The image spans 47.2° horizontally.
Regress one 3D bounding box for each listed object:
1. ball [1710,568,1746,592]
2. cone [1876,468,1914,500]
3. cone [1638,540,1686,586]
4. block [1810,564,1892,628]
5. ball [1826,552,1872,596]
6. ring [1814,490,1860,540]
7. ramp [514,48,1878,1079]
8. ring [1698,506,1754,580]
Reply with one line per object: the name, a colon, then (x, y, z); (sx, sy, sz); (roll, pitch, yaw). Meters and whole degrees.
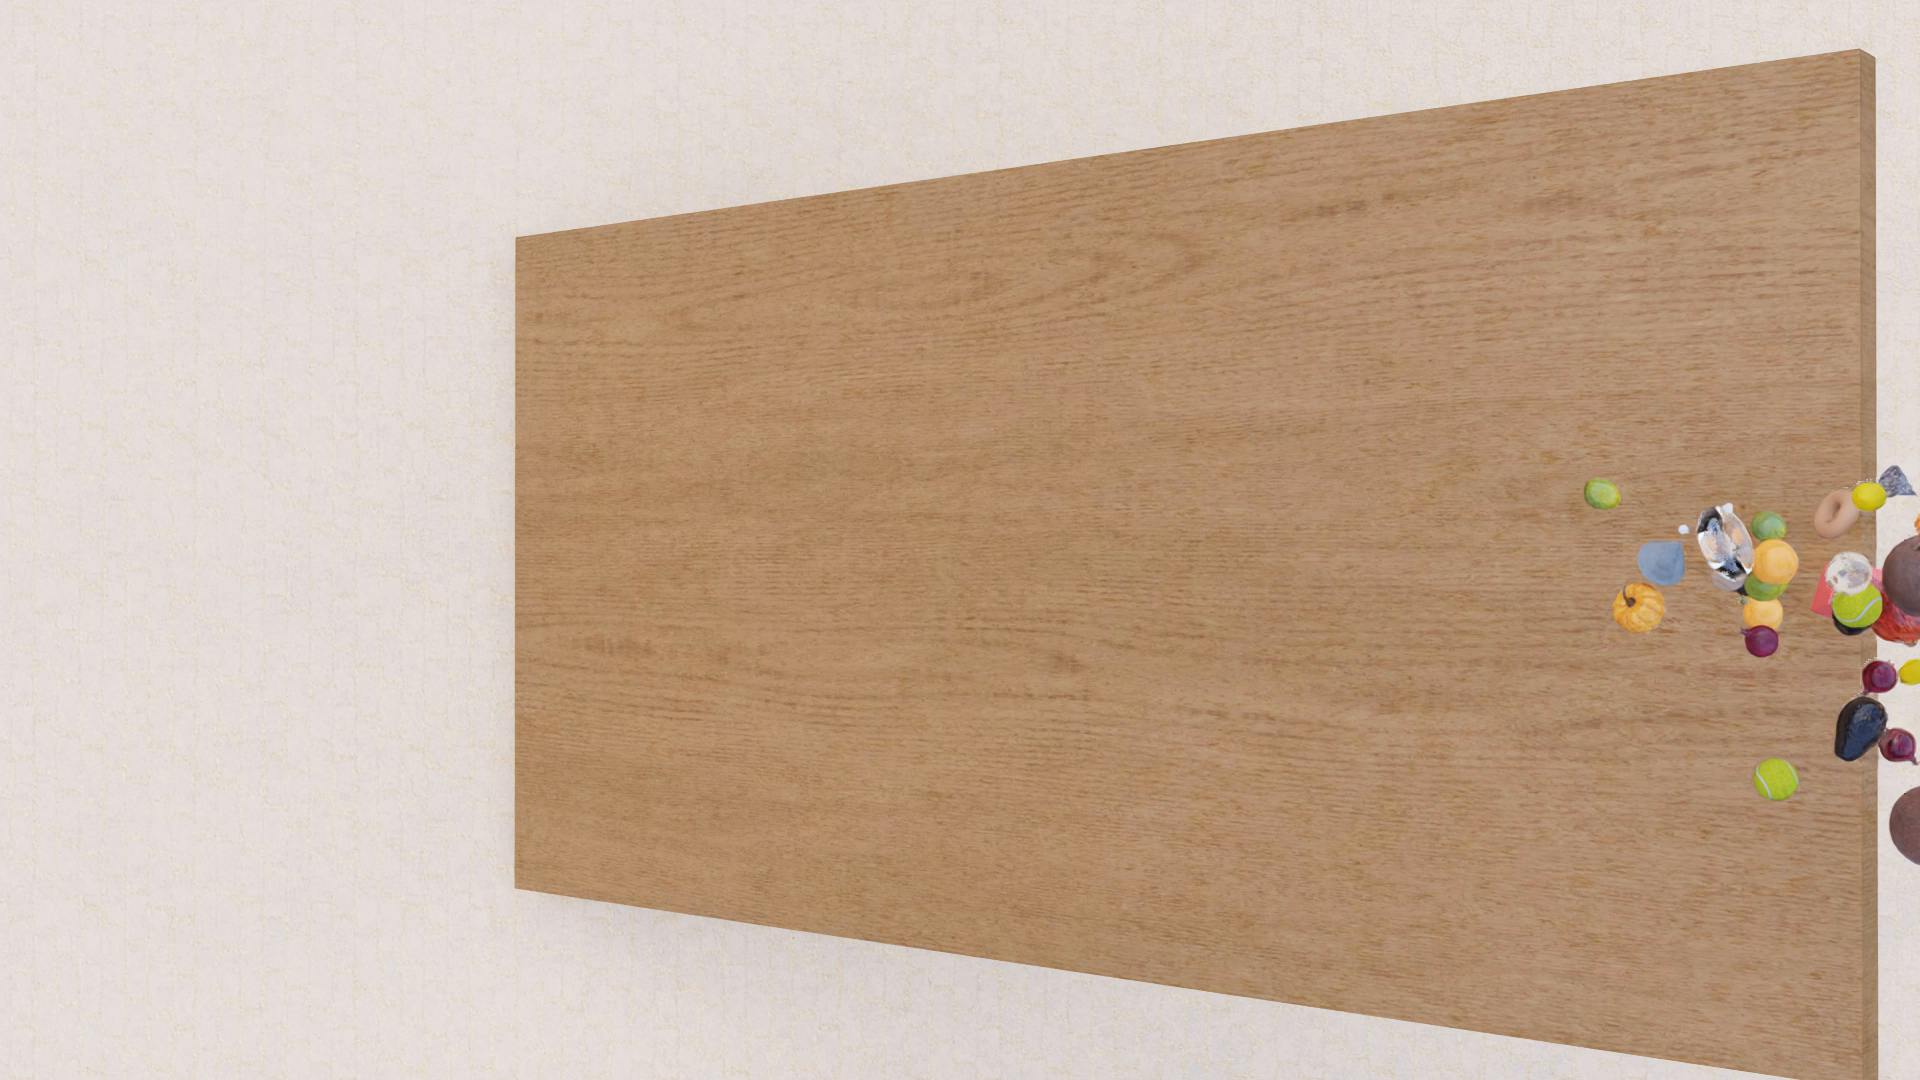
ball: (1.245, 0.055, 3.563); (0.056, 0.056, 0.056); (0, 90, 0)
cone: (1.624, -0.090, 3.787); (0.059, 0.059, 0.059); (14, 90, -24)
cone: (1.240, 0.022, 3.834); (0.087, 0.087, 0.087); (3, 64, -6)
block: (1.491, 0.088, 3.681); (0.085, 0.085, 0.085); (20, 81, 5)
ball: (1.185, 0.044, 2.932); (0.058, 0.058, 0.058); (0, 90, 0)
ring: (1.272, -0.037, 3.193); (0.026, 0.077, 0.077); (25, 90, -15)
ramp: (0.214, 0.062, 5.529); (4.000, 0.100, 2.000); (0, 90, 39)
ring: (1.207, 0.005, 3.467); (0.041, 0.123, 0.123); (-28, 90, 42)
